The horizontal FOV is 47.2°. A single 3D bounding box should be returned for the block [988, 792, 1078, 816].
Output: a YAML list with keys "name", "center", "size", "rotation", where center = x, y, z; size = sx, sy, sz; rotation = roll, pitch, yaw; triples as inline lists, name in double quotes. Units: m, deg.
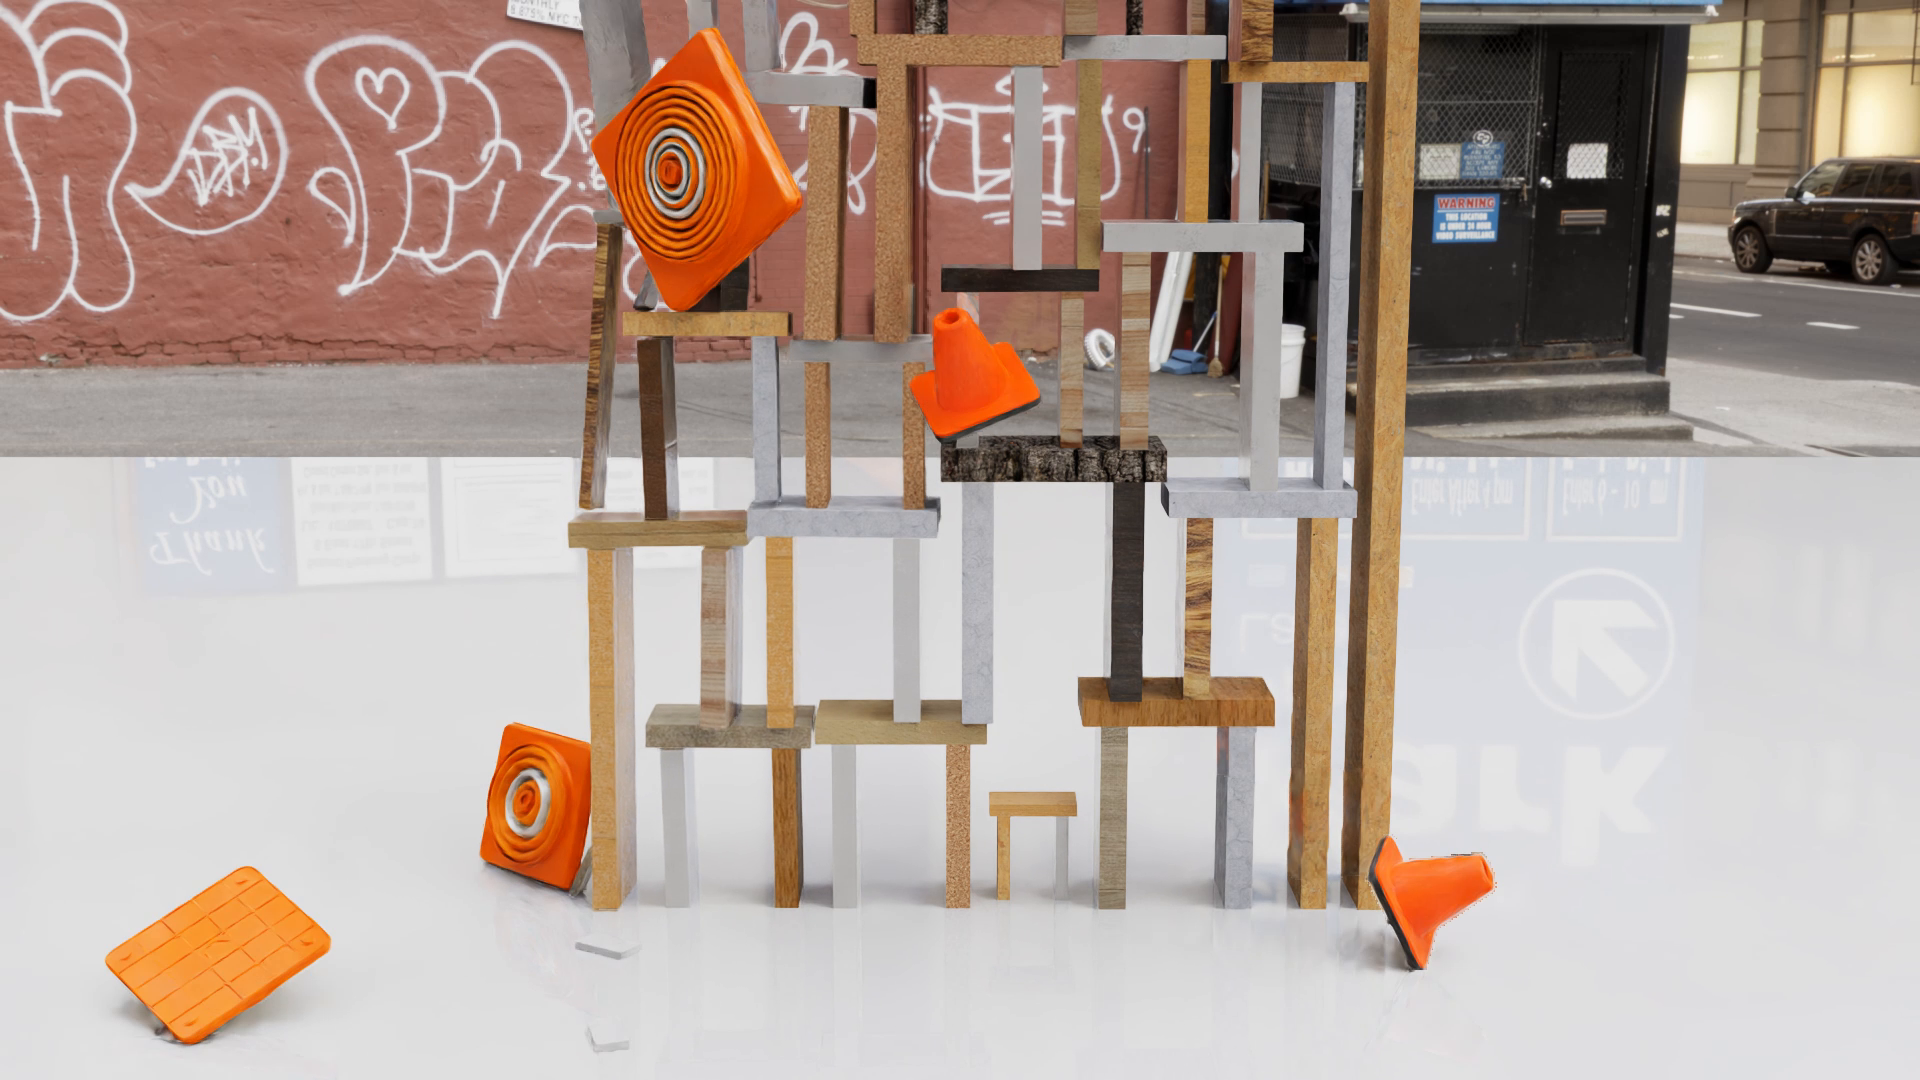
- name: "block"
  center: [0.120, 0.438, 3.645]
  size: [0.144, 0.020, 0.072]
  rotation: [0, 11, 0]

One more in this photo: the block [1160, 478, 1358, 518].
- name: "block"
  center: [0.479, -0.069, 3.546]
  size: [0.297, 0.042, 0.148]
  rotation: [0, 11, 0]

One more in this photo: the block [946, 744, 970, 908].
- name: "block"
  center: [-0.003, 0.454, 3.642]
  size: [0.039, 0.277, 0.139]
  rotation: [0, 11, 0]

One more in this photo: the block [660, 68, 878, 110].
- name: "block"
  center: [-0.290, -0.712, 3.475]
  size: [0.327, 0.046, 0.163]
  rotation: [5, 11, 12]

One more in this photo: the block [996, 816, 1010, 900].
- name: "block"
  center: [0.072, 0.518, 3.660]
  size: [0.020, 0.144, 0.072]
  rotation: [0, 11, 0]

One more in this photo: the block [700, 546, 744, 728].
- name: "block"
  center: [-0.385, 0.149, 3.562]
  size: [0.041, 0.286, 0.143]
  rotation: [2, 9, 5]

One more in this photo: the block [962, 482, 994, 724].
- name: "block"
  center: [0.029, 0.086, 3.578]
  size: [0.050, 0.391, 0.178]
  rotation: [0, 11, 0]

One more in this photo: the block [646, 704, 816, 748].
- name: "block"
  center: [-0.375, 0.306, 3.618]
  size: [0.267, 0.038, 0.134]
  rotation: [1, 10, -1]

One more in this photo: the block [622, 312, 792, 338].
- name: "block"
  center: [-0.402, -0.345, 3.522]
  size: [0.259, 0.037, 0.130]
  rotation: [0, 5, -1]

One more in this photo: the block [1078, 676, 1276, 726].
- name: "block"
  center: [0.352, 0.265, 3.610]
  size: [0.309, 0.044, 0.154]
  rotation: [0, 11, 0]

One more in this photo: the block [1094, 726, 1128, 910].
- name: "block"
  center: [0.249, 0.438, 3.642]
  size: [0.044, 0.309, 0.154]
  rotation: [0, 11, 0]

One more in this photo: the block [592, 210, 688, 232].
- name: "block"
  center: [-0.520, -0.517, 3.571]
  size: [0.135, 0.019, 0.067]
  rotation: [5, -2, 20]

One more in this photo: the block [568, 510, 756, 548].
- name: "block"
  center: [-0.478, -0.018, 3.562]
  size: [0.286, 0.041, 0.143]
  rotation: [-1, 7, 2]

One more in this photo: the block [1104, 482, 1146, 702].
- name: "block"
  center: [0.266, 0.068, 3.576]
  size: [0.050, 0.355, 0.178]
  rotation: [0, 11, 0]

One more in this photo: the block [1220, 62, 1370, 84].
- name: "block"
  center: [0.519, -0.727, 3.420]
  size: [0.214, 0.030, 0.107]
  rotation: [0, 11, 0]

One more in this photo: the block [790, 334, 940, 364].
- name: "block"
  center: [-0.150, -0.306, 3.507]
  size: [0.232, 0.033, 0.116]
  rotation: [1, 11, 0]

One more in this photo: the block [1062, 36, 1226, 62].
- name: "block"
  center: [0.283, -0.764, 3.421]
  size: [0.248, 0.035, 0.124]
  rotation: [0, 11, 0]

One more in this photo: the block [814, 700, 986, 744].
- name: "block"
  center: [-0.095, 0.298, 3.613]
  size: [0.277, 0.039, 0.139]
  rotation: [0, 11, 0]

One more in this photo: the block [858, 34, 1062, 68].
- name: "block"
  center: [0.000, -0.759, 3.416]
  size: [0.310, 0.044, 0.155]
  rotation: [1, 11, 0]

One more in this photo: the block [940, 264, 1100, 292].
- name: "block"
  center: [0.093, -0.416, 3.485]
  size: [0.247, 0.035, 0.123]
  rotation: [0, 11, 0]

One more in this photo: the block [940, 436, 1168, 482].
- name: "block"
  center: [0.147, -0.131, 3.539]
  size: [0.355, 0.050, 0.178]
  rotation: [0, 11, 0]

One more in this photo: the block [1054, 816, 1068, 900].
- name: "block"
  center: [0.168, 0.518, 3.660]
  size: [0.020, 0.144, 0.072]
  rotation: [0, 11, 0]

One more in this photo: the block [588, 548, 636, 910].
- name: "block"
  center: [-0.570, 0.298, 3.610]
  size: [0.041, 0.591, 0.143]
  rotation: [1, 9, 4]

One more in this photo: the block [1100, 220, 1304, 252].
- name: "block"
  center: [0.376, -0.481, 3.473]
  size: [0.309, 0.044, 0.154]
  rotation: [0, 11, 0]

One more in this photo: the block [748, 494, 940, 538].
- name: "block"
  center: [-0.184, -0.039, 3.552]
  size: [0.301, 0.043, 0.150]
  rotation: [1, 10, 1]

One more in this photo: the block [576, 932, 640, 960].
- name: "block"
  center: [-0.546, 0.631, 3.413]
  size: [0.092, 0.013, 0.046]
  rotation: [6, 12, 31]

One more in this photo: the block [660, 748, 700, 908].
- name: "block"
  center: [-0.464, 0.459, 3.642]
  size: [0.038, 0.267, 0.134]
  rotation: [-1, 11, 0]

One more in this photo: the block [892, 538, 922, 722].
- name: "block"
  center: [-0.085, 0.132, 3.580]
  size: [0.043, 0.301, 0.150]
  rotation: [0, 10, 0]

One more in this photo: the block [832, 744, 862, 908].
- name: "block"
  center: [-0.188, 0.454, 3.642]
  size: [0.039, 0.277, 0.139]
  rotation: [0, 11, 0]

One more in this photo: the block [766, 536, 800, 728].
- name: "block"
  center: [-0.288, 0.135, 3.584]
  size: [0.043, 0.312, 0.150]
  rotation: [1, 11, 0]

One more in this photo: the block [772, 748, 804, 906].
- name: "block"
  center: [-0.285, 0.458, 3.646]
  size: [0.038, 0.267, 0.134]
  rotation: [-1, 10, 0]

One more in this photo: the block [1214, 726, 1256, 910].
- name: "block"
  center: [0.455, 0.438, 3.642]
  size: [0.044, 0.309, 0.154]
  rotation: [0, 11, 0]
